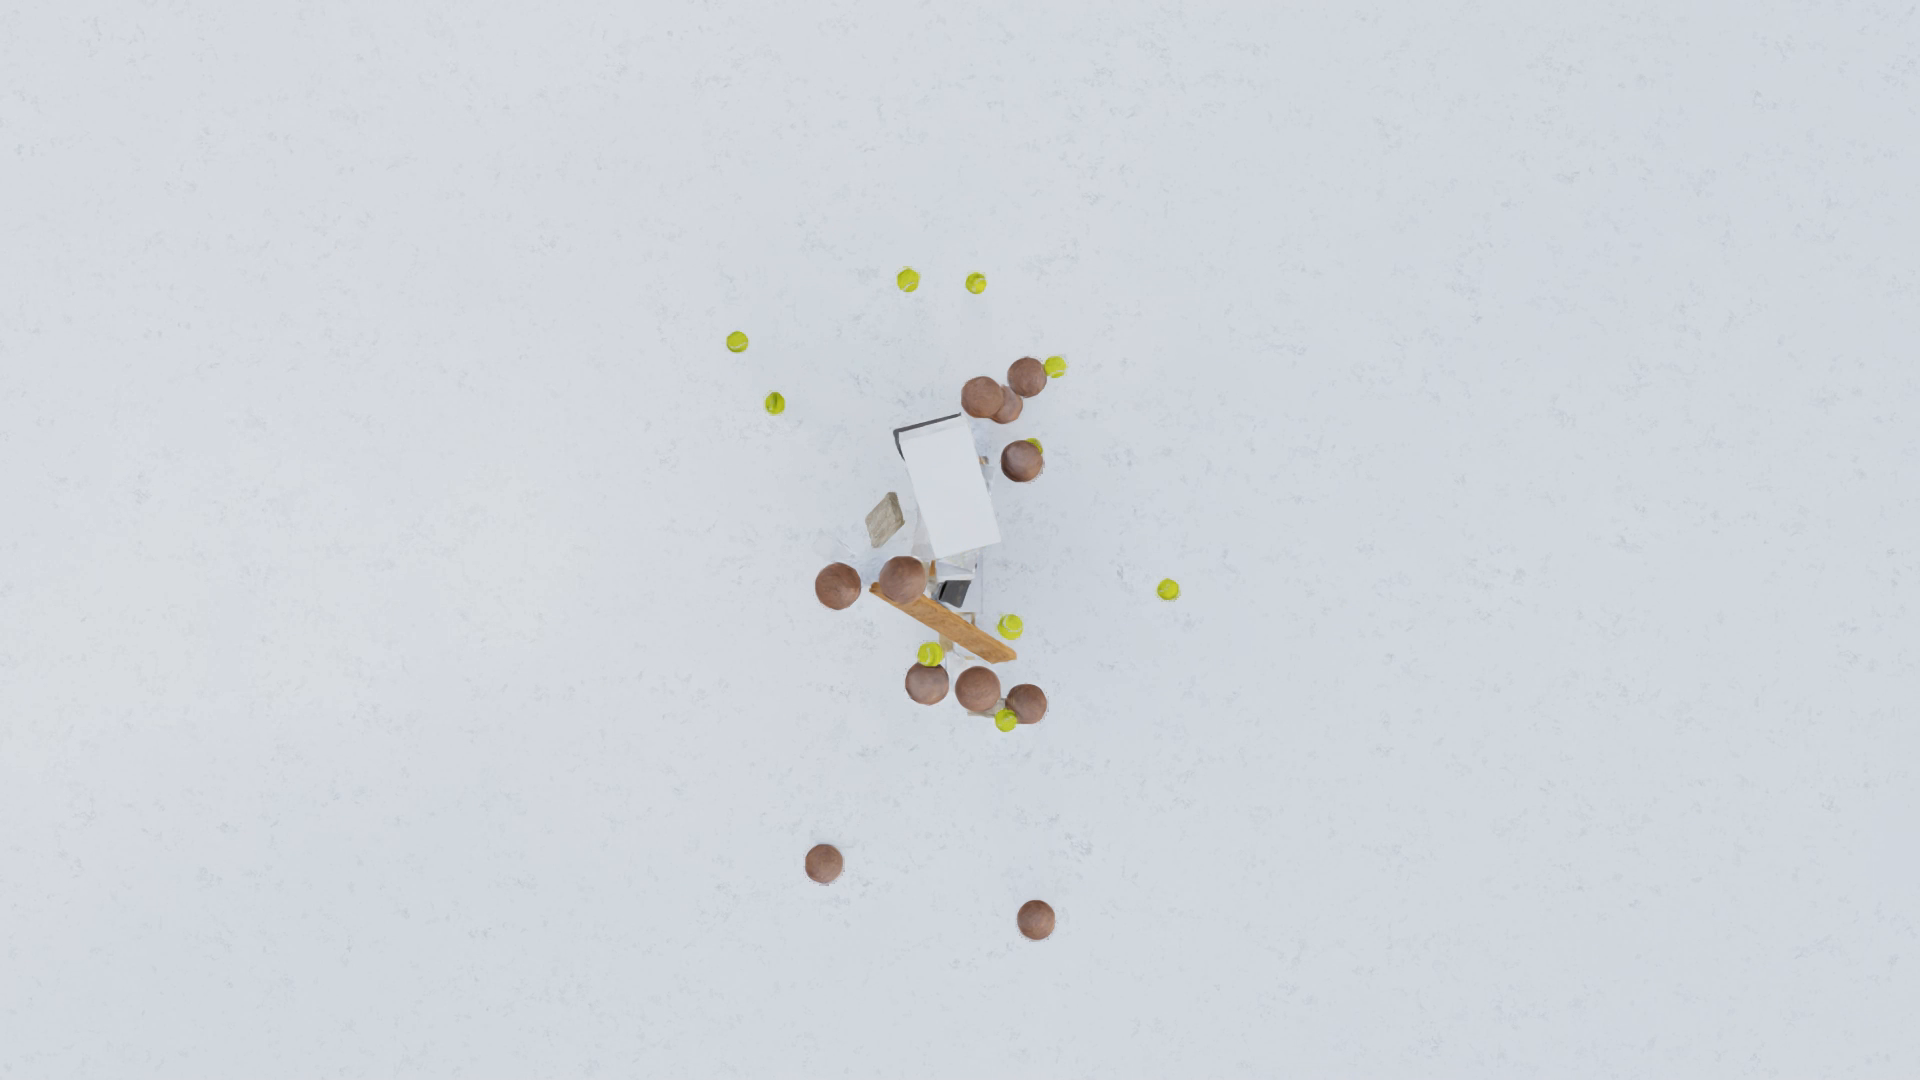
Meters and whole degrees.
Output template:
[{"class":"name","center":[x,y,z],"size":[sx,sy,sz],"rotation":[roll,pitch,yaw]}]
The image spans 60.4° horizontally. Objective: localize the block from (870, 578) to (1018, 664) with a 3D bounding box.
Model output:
[{"class":"block","center":[-0.037,0.244,4.799],"size":[0.088,0.670,0.025],"rotation":[-12,63,29]}]

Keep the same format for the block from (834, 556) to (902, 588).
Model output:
[{"class":"block","center":[-0.262,0.091,4.658],"size":[0.176,0.025,0.088],"rotation":[-4,130,20]}]

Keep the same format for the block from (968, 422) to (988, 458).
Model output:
[{"class":"block","center":[0.001,-0.186,5.120],"size":[0.176,0.050,0.353],"rotation":[0,90,0]}]

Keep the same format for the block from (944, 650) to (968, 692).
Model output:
[{"class":"block","center":[-0.012,0.414,5.220],"size":[0.065,0.018,0.130],"rotation":[-8,100,-23]}]

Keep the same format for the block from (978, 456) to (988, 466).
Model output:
[{"class":"block","center":[0.022,-0.240,4.976],"size":[0.115,0.230,0.033],"rotation":[11,95,3]}]

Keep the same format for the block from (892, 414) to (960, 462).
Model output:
[{"class":"block","center":[-0.046,-0.218,4.493],"size":[0.176,0.673,0.050],"rotation":[-14,79,3]}]

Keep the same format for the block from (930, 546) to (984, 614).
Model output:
[{"class":"block","center":[-0.007,0.058,4.770],"size":[0.152,0.043,0.303],"rotation":[1,91,1]}]

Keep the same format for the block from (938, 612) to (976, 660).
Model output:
[{"class":"block","center":[-0.008,0.264,5.253],"size":[0.115,0.033,0.230],"rotation":[2,90,1]}]

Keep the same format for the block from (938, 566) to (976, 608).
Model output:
[{"class":"block","center":[-0.007,0.120,4.716],"size":[0.068,0.019,0.136],"rotation":[24,81,-22]}]

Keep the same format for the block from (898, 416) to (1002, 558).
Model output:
[{"class":"block","center":[-0.024,-0.132,4.202],"size":[0.176,0.050,0.353],"rotation":[-15,120,3]}]

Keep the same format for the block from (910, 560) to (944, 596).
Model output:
[{"class":"block","center":[-0.069,0.119,4.712],"size":[0.136,0.019,0.068],"rotation":[31,79,-19]}]

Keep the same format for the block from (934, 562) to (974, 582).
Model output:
[{"class":"block","center":[-0.022,0.014,4.562],"size":[0.104,0.029,0.208],"rotation":[-3,60,-6]}]

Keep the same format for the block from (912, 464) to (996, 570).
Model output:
[{"class":"block","center":[-0.021,-0.073,4.387],"size":[0.176,0.353,0.050],"rotation":[13,48,2]}]

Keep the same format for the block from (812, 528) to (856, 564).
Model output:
[{"class":"block","center":[-0.370,0.031,4.834],"size":[0.136,0.019,0.068],"rotation":[36,114,25]}]

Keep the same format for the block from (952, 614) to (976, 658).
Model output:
[{"class":"block","center":[0.008,0.303,5.208],"size":[0.065,0.018,0.130],"rotation":[-4,83,-25]}]

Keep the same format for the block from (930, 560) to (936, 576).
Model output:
[{"class":"block","center":[-0.027,0.048,4.647],"size":[0.104,0.208,0.029],"rotation":[4,114,1]}]

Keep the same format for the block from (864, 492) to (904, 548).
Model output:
[{"class":"block","center":[-0.204,-0.053,4.440],"size":[0.025,0.175,0.088],"rotation":[-7,71,-28]}]

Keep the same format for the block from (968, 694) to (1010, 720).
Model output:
[{"class":"block","center":[0.091,0.524,5.182],"size":[0.130,0.018,0.065],"rotation":[6,106,1]}]
